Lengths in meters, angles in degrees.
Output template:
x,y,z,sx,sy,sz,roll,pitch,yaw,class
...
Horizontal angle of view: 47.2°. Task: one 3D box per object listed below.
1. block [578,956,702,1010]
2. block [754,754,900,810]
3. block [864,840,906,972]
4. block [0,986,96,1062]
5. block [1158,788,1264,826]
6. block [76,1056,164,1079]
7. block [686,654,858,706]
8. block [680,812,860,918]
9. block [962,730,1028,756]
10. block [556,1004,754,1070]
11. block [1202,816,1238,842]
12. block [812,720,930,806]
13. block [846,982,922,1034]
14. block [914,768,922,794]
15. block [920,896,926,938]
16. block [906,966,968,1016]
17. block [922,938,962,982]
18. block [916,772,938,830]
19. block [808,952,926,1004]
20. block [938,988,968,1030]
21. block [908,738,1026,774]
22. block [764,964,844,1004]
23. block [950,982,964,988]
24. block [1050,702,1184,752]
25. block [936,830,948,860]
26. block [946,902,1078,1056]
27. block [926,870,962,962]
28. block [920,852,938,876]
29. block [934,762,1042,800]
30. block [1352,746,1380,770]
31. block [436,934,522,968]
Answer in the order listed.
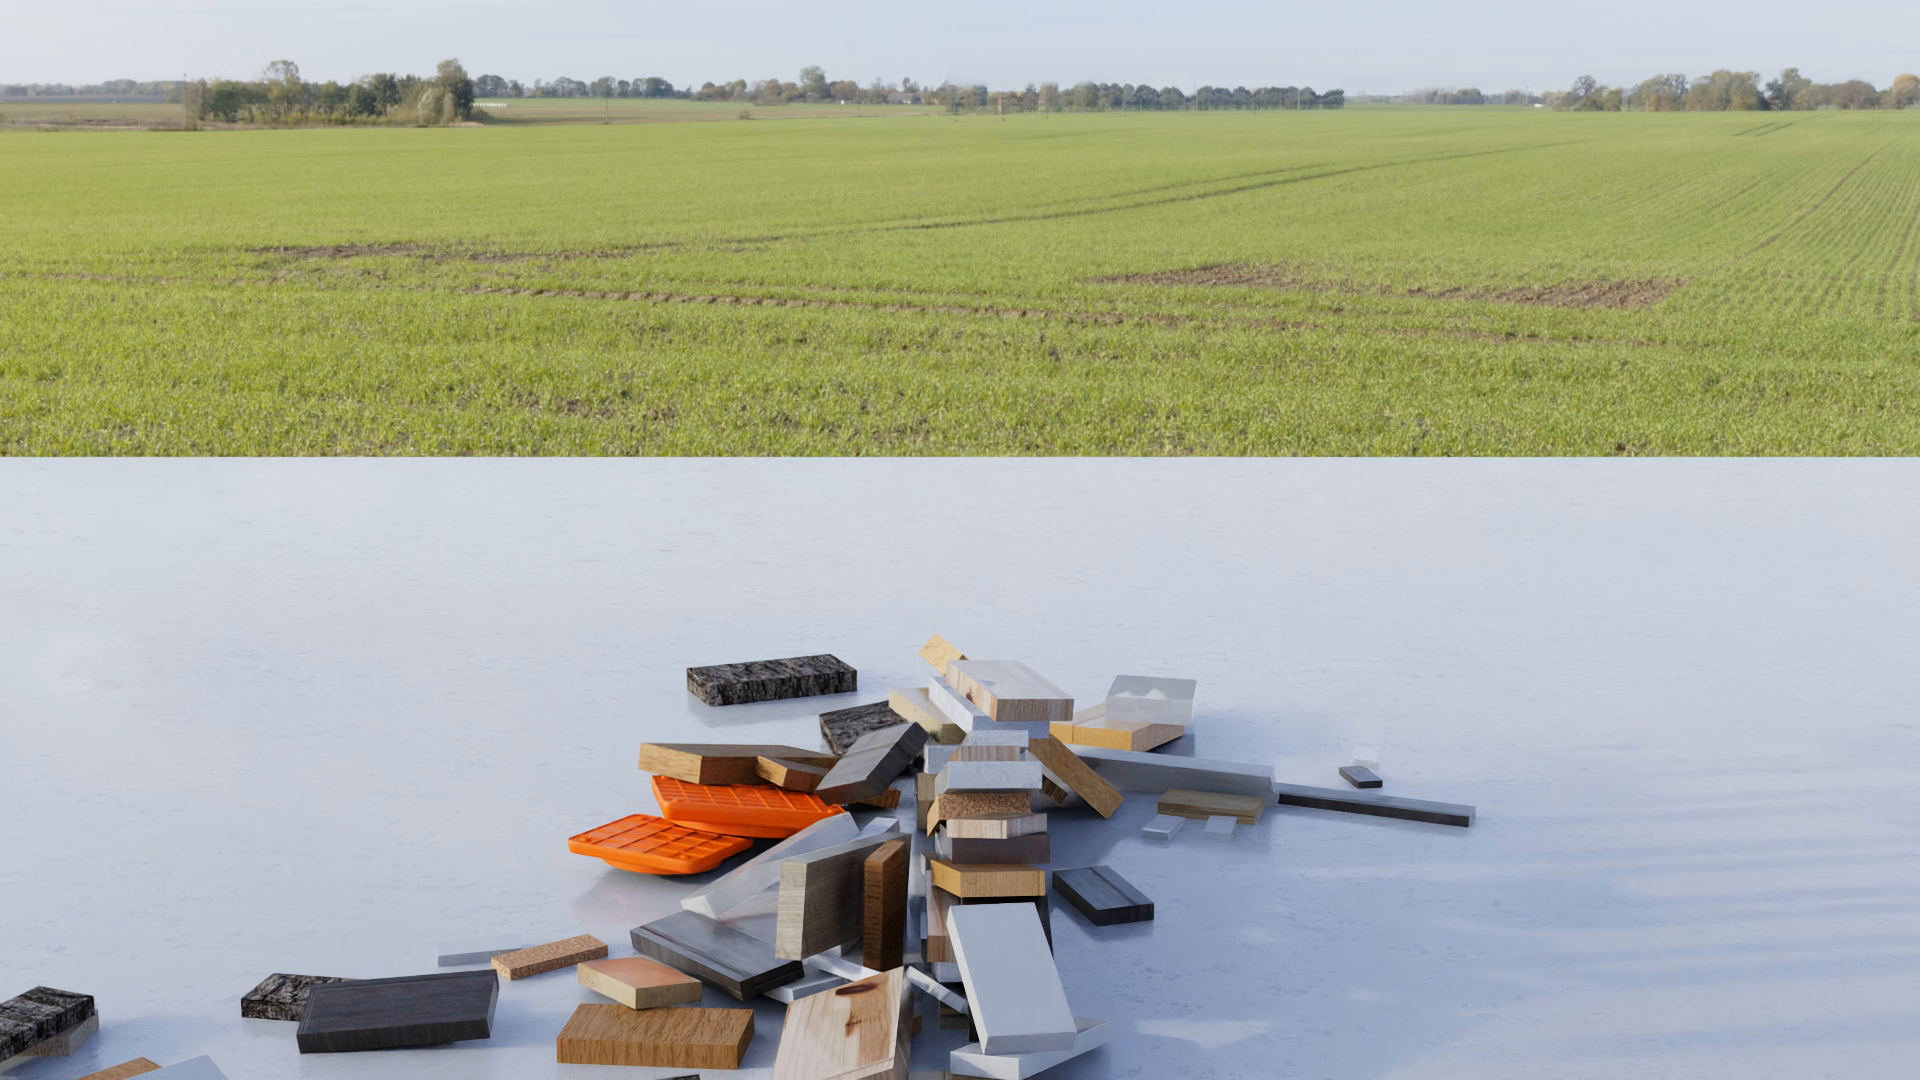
x,y,z,sx,sy,sz,roll,pitch,yaw,class
-0.468,0.643,3.198,0.103,0.029,0.205,1,0,-33,block
-0.247,0.451,4.096,0.247,0.035,0.123,16,-1,-31,block
-0.113,0.560,3.289,0.028,0.198,0.099,5,12,17,block
-1.300,0.668,3.018,0.100,0.028,0.200,4,11,21,block
0.468,0.497,4.100,0.183,0.026,0.091,4,11,19,block
-1.125,0.730,2.823,0.115,0.033,0.230,9,14,39,block
-0.428,0.318,5.001,0.348,0.049,0.174,-5,11,-23,block
-0.305,0.525,3.533,0.275,0.039,0.138,-28,0,-26,block
0.054,0.323,3.471,0.091,0.026,0.182,0,-11,-4,block
-0.420,0.687,3.048,0.249,0.035,0.125,1,11,5,block
0.472,0.523,3.990,0.051,0.014,0.102,3,11,14,block
-0.155,0.389,3.809,0.135,0.038,0.271,-49,10,-23,block
-0.139,0.676,3.141,0.082,0.023,0.165,-9,14,-40,block
-0.002,0.443,4.061,0.166,0.047,0.331,0,-7,-2,block
0.008,0.584,3.408,0.138,0.039,0.275,0,-4,-1,block
-0.014,0.645,3.122,0.066,0.019,0.132,29,-6,-40,block
0.024,0.612,3.239,0.138,0.039,0.275,0,-4,-6,block
0.008,0.459,3.855,0.166,0.047,0.331,0,-16,-2,block
-0.135,0.631,3.181,0.165,0.023,0.082,7,-16,45,block
0.003,0.672,3.178,0.066,0.019,0.132,0,11,-2,block
0.006,0.373,3.834,0.166,0.047,0.331,0,-2,-8,block
-0.242,0.647,3.212,0.082,0.023,0.165,-8,3,-29,block
0.014,0.641,3.248,0.066,0.019,0.132,0,-4,-10,block
0.322,0.387,4.506,0.179,0.051,0.357,4,4,23,block
0.020,0.501,3.540,0.109,0.031,0.219,0,2,-3,block
0.066,0.580,2.923,0.120,0.034,0.239,0,34,-14,block
0.020,0.546,3.201,0.138,0.039,0.275,1,10,-2,block
-0.007,0.542,3.673,0.109,0.031,0.219,0,-6,-3,block
0.042,0.384,3.471,0.143,0.041,0.286,0,-11,-5,block
0.810,0.435,4.397,0.053,0.015,0.105,8,9,9,block
-0.742,0.633,3.391,0.126,0.018,0.063,-3,11,-16,block
